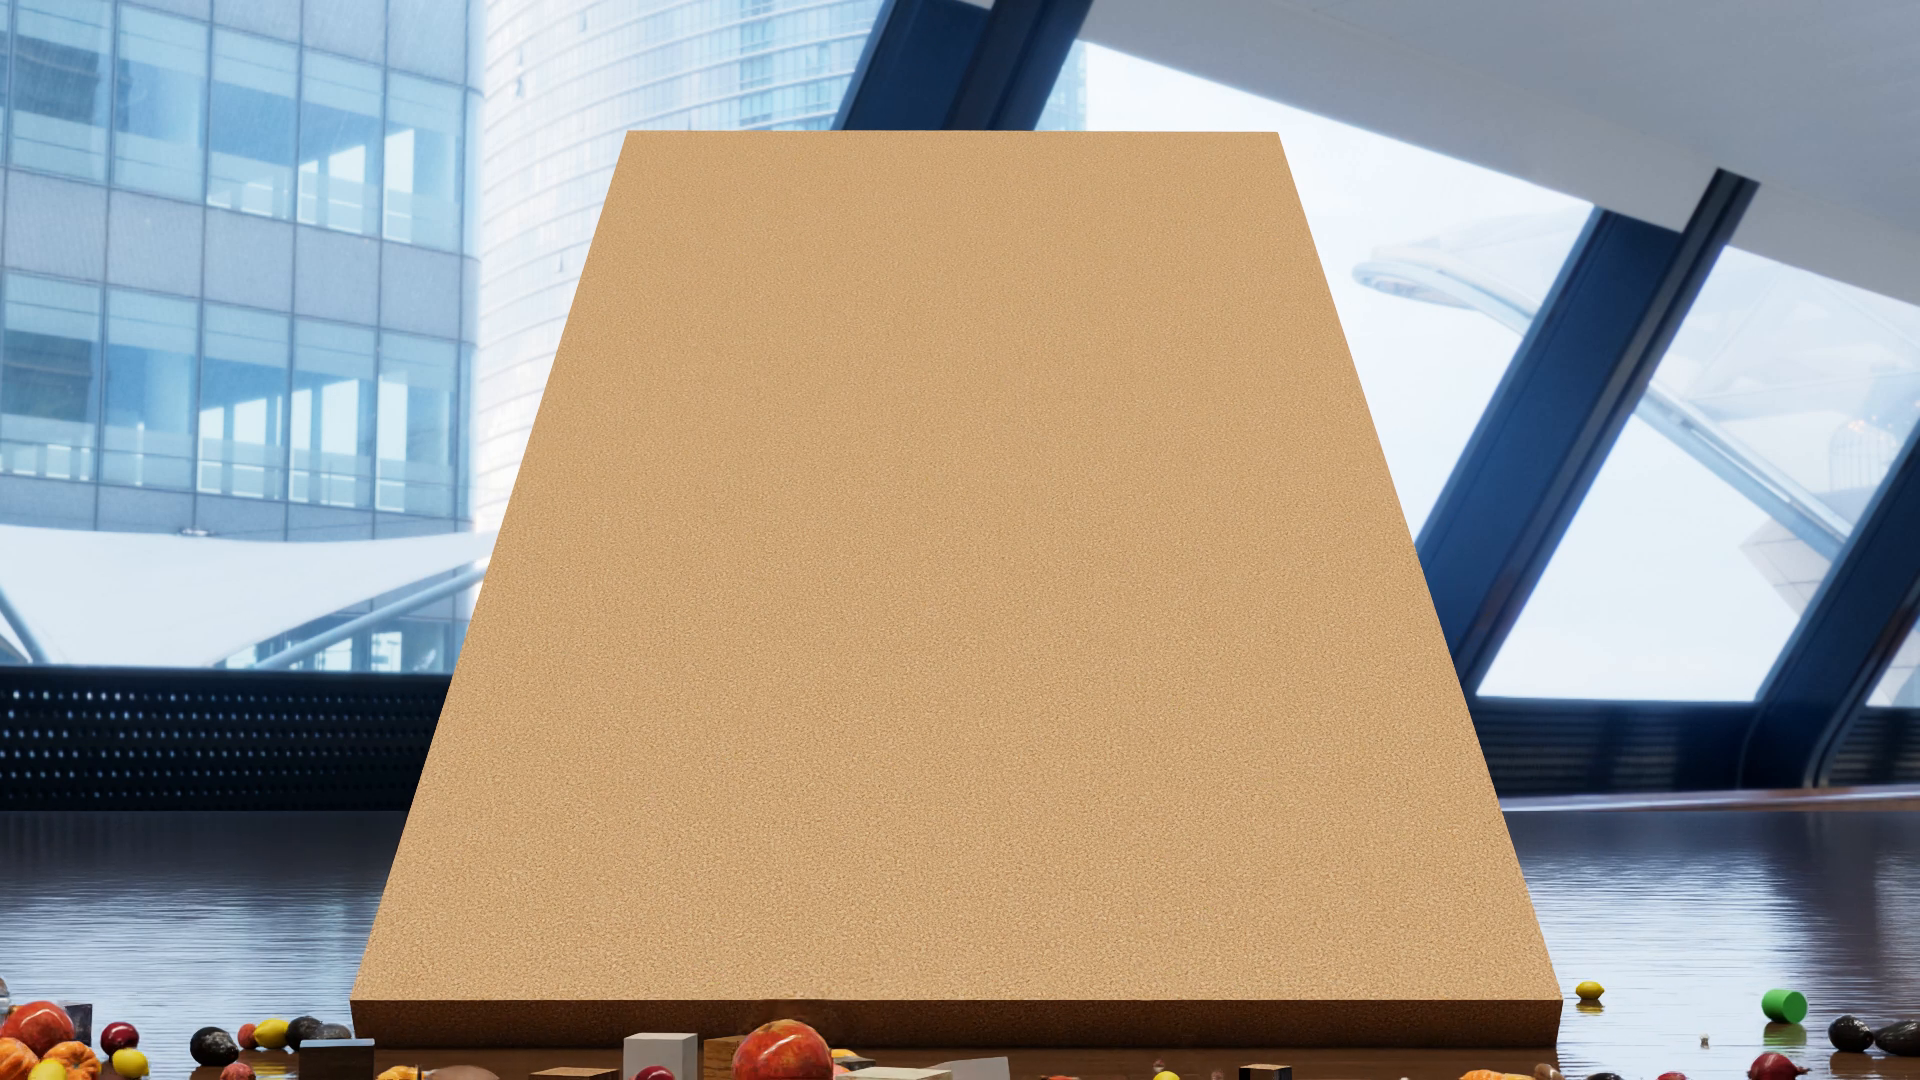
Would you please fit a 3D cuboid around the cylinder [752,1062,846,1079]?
[{"bbox_3d":[-0.189,0.670,2.869,0.092,0.092,0.092,5,-8,-41],"label":"cylinder"}]

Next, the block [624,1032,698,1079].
[{"bbox_3d":[-0.413,0.726,3.335,0.083,0.083,0.083,-1,-6,8],"label":"block"}]

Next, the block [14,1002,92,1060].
[{"bbox_3d":[-1.452,0.785,3.875,0.082,0.082,0.082,-3,-7,29],"label":"block"}]

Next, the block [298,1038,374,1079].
[{"bbox_3d":[-0.808,0.698,3.135,0.093,0.093,0.093,1,-6,-13],"label":"block"}]

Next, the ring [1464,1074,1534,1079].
[{"bbox_3d":[0.720,0.735,3.223,0.117,0.039,0.117,-1,-5,0],"label":"ring"}]

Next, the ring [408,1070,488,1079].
[{"bbox_3d":[-0.697,0.744,3.295,0.115,0.038,0.115,0,-7,0],"label":"ring"}]

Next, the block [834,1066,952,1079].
[{"bbox_3d":[-0.074,0.650,2.721,0.099,0.099,0.099,-3,-7,24],"label":"block"}]

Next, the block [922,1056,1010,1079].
[{"bbox_3d":[0.002,0.661,2.848,0.086,0.086,0.086,5,-22,-39],"label":"block"}]

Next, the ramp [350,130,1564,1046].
[{"bbox_3d":[-0.013,-0.207,5.737,2.000,0.100,4.000,0,30,0],"label":"ramp"}]

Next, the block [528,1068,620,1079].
[{"bbox_3d":[-0.465,0.680,2.909,0.080,0.080,0.080,-2,-7,18],"label":"block"}]

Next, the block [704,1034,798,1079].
[{"bbox_3d":[-0.278,0.709,3.219,0.090,0.090,0.090,-4,-8,34],"label":"block"}]

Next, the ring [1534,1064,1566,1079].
[{"bbox_3d":[0.793,0.724,3.208,0.075,0.025,0.075,44,-5,5],"label":"ring"}]

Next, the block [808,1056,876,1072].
[{"bbox_3d":[-0.156,0.719,3.196,0.065,0.065,0.065,4,-7,-32],"label":"block"}]

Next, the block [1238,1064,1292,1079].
[{"bbox_3d":[0.408,0.729,3.227,0.052,0.052,0.052,-4,-8,34],"label":"block"}]
